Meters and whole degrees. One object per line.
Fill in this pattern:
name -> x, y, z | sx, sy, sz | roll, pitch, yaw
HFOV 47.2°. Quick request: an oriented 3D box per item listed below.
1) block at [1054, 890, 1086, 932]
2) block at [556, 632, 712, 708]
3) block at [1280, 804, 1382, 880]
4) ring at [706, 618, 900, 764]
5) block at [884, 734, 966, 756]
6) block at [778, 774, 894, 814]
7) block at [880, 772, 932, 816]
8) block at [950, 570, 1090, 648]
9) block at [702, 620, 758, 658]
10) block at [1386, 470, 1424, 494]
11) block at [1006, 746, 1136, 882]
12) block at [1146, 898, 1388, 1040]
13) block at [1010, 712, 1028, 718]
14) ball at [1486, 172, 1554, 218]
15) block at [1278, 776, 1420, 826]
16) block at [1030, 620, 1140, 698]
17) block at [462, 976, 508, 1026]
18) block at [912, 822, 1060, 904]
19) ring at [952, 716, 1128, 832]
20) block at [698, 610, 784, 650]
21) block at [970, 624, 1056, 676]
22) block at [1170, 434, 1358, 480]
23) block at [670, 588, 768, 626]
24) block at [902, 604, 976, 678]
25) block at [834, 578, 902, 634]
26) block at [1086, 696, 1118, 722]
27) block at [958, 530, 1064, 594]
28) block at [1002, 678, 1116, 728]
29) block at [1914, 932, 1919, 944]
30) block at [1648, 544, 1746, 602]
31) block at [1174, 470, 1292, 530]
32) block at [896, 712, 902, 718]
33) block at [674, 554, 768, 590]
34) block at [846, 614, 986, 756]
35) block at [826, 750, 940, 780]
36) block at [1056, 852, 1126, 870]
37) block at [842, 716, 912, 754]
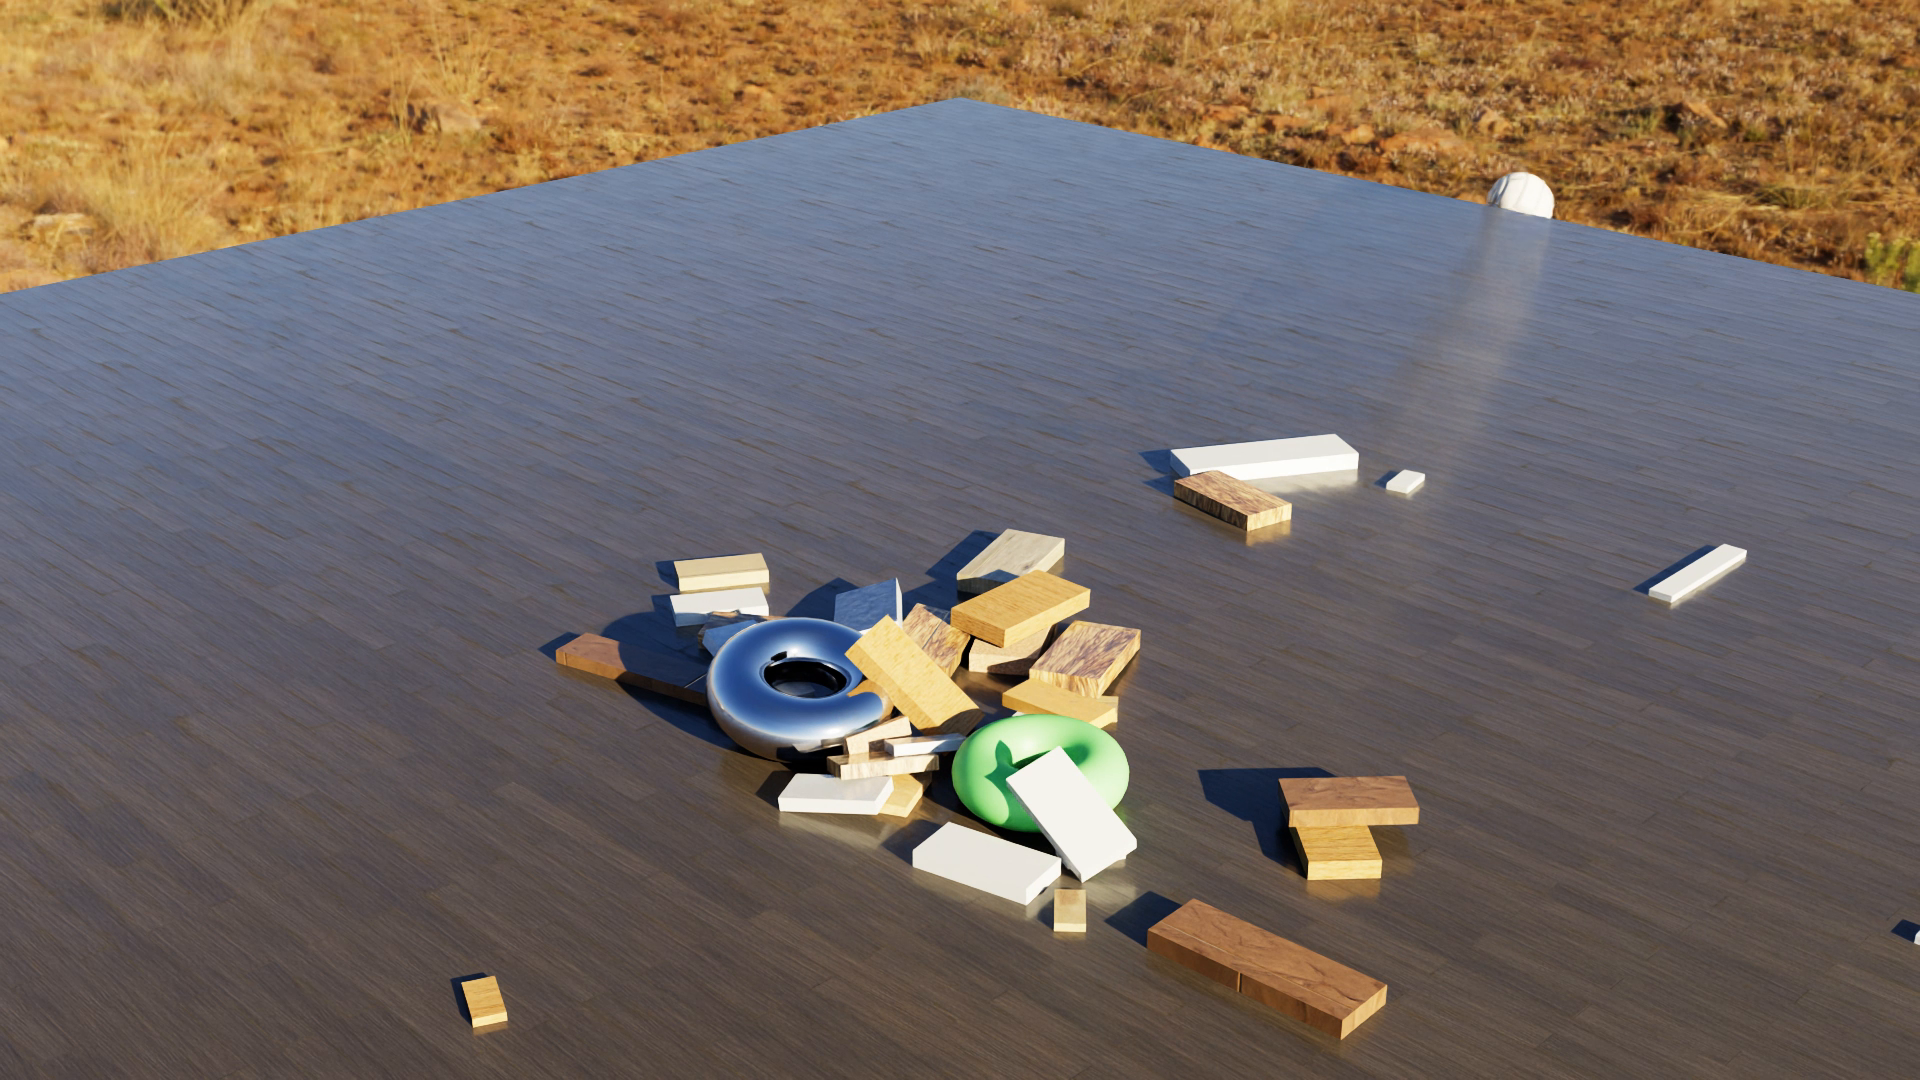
block -> 0.206, 0.692, 4.109 | 0.059, 0.017, 0.117 | 1, 23, 3
block -> -0.682, 0.303, 5.006 | 0.523, 0.032, 0.112 | 13, 26, 28
block -> 0.731, 0.578, 4.348 | 0.141, 0.040, 0.283 | -1, 23, -3
ring -> -0.336, 0.322, 4.745 | 0.428, 0.143, 0.428 | 5, 34, -4
block -> -0.069, 0.427, 4.591 | 0.161, 0.023, 0.081 | -4, 4, -16
block -> -0.252, 0.516, 4.473 | 0.210, 0.030, 0.105 | 0, 22, 18
block -> -0.120, 0.516, 4.517 | 0.078, 0.022, 0.157 | 7, 24, 17
block -> 0.144, 0.159, 5.201 | 0.162, 0.046, 0.323 | 21, 29, 35
block -> -0.452, 0.284, 4.926 | 0.131, 0.037, 0.263 | -12, 44, -37
block -> 1.241, -0.163, 6.123 | 0.061, 0.017, 0.122 | 14, 27, 30
block -> 0.215, 0.532, 4.283 | 0.128, 0.036, 0.257 | -30, 57, -16
block -> 0.542, 0.759, 3.920 | 0.416, 0.040, 0.141 | 19, 30, 38
block -> 0.194, 0.403, 4.782 | 0.161, 0.023, 0.081 | 13, 26, 28
ball -> 2.348, -1.403, 9.230 | 0.278, 0.278, 0.278 | 0, 23, 0
block -> 0.773, 0.521, 4.385 | 0.256, 0.036, 0.128 | -1, 23, -2
block -> 0.289, 0.271, 5.035 | 0.162, 0.046, 0.323 | 8, 20, 20
block -> -0.831, 0.806, 3.841 | 0.058, 0.017, 0.117 | -8, 24, -19
block -> 0.051, 0.623, 4.246 | 0.257, 0.036, 0.128 | 14, 27, 30
ring -> 0.164, 0.474, 4.491 | 0.363, 0.121, 0.363 | -1, 24, 0
block -> -0.472, 0.222, 5.189 | 0.263, 0.037, 0.131 | 5, 23, 11
block -> 0.128, 0.225, 5.173 | 0.158, 0.045, 0.316 | 4, 23, 10
block -> 0.863, -0.230, 6.244 | 0.505, 0.046, 0.162 | -6, 24, -14
block -> -0.585, 0.162, 5.339 | 0.223, 0.032, 0.112 | -5, 24, -12
block -> -0.068, 0.239, 5.085 | 0.158, 0.045, 0.316 | 13, 21, 10
block -> -0.216, 0.178, 5.167 | 0.153, 0.043, 0.367 | -16, 14, 2
block -> 0.270, 0.371, 4.859 | 0.157, 0.022, 0.078 | 2, 23, 5
block -> 0.130, 0.060, 5.561 | 0.158, 0.045, 0.316 | 10, 25, 22
block -> 0.215, 0.364, 4.806 | 0.229, 0.030, 0.105 | 18, 29, 36
block -> 1.809, 0.736, 4.004 | 0.117, 0.017, 0.058 | 19, 30, 38
block -> 1.862, 0.082, 5.546 | 0.061, 0.017, 0.396 | 21, 31, 40
block -> 0.737, -0.110, 5.964 | 0.153, 0.043, 0.306 | -15, 27, -31
block -> -0.208, 0.383, 4.829 | 0.157, 0.022, 0.078 | -4, 23, -9
block -> -0.601, 0.080, 5.532 | 0.223, 0.032, 0.112 | -6, 24, -13
block -> -0.095, 0.312, 4.733 | 0.306, 0.043, 0.153 | 45, 33, 2
block -> -0.160, 0.462, 4.548 | 0.210, 0.030, 0.105 | -4, 6, -19
block -> 0.255, 0.610, 4.300 | 0.122, 0.017, 0.061 | -8, 24, -18
block -> -0.173, 0.432, 4.635 | 0.161, 0.081, 0.023 | -17, 12, -35
